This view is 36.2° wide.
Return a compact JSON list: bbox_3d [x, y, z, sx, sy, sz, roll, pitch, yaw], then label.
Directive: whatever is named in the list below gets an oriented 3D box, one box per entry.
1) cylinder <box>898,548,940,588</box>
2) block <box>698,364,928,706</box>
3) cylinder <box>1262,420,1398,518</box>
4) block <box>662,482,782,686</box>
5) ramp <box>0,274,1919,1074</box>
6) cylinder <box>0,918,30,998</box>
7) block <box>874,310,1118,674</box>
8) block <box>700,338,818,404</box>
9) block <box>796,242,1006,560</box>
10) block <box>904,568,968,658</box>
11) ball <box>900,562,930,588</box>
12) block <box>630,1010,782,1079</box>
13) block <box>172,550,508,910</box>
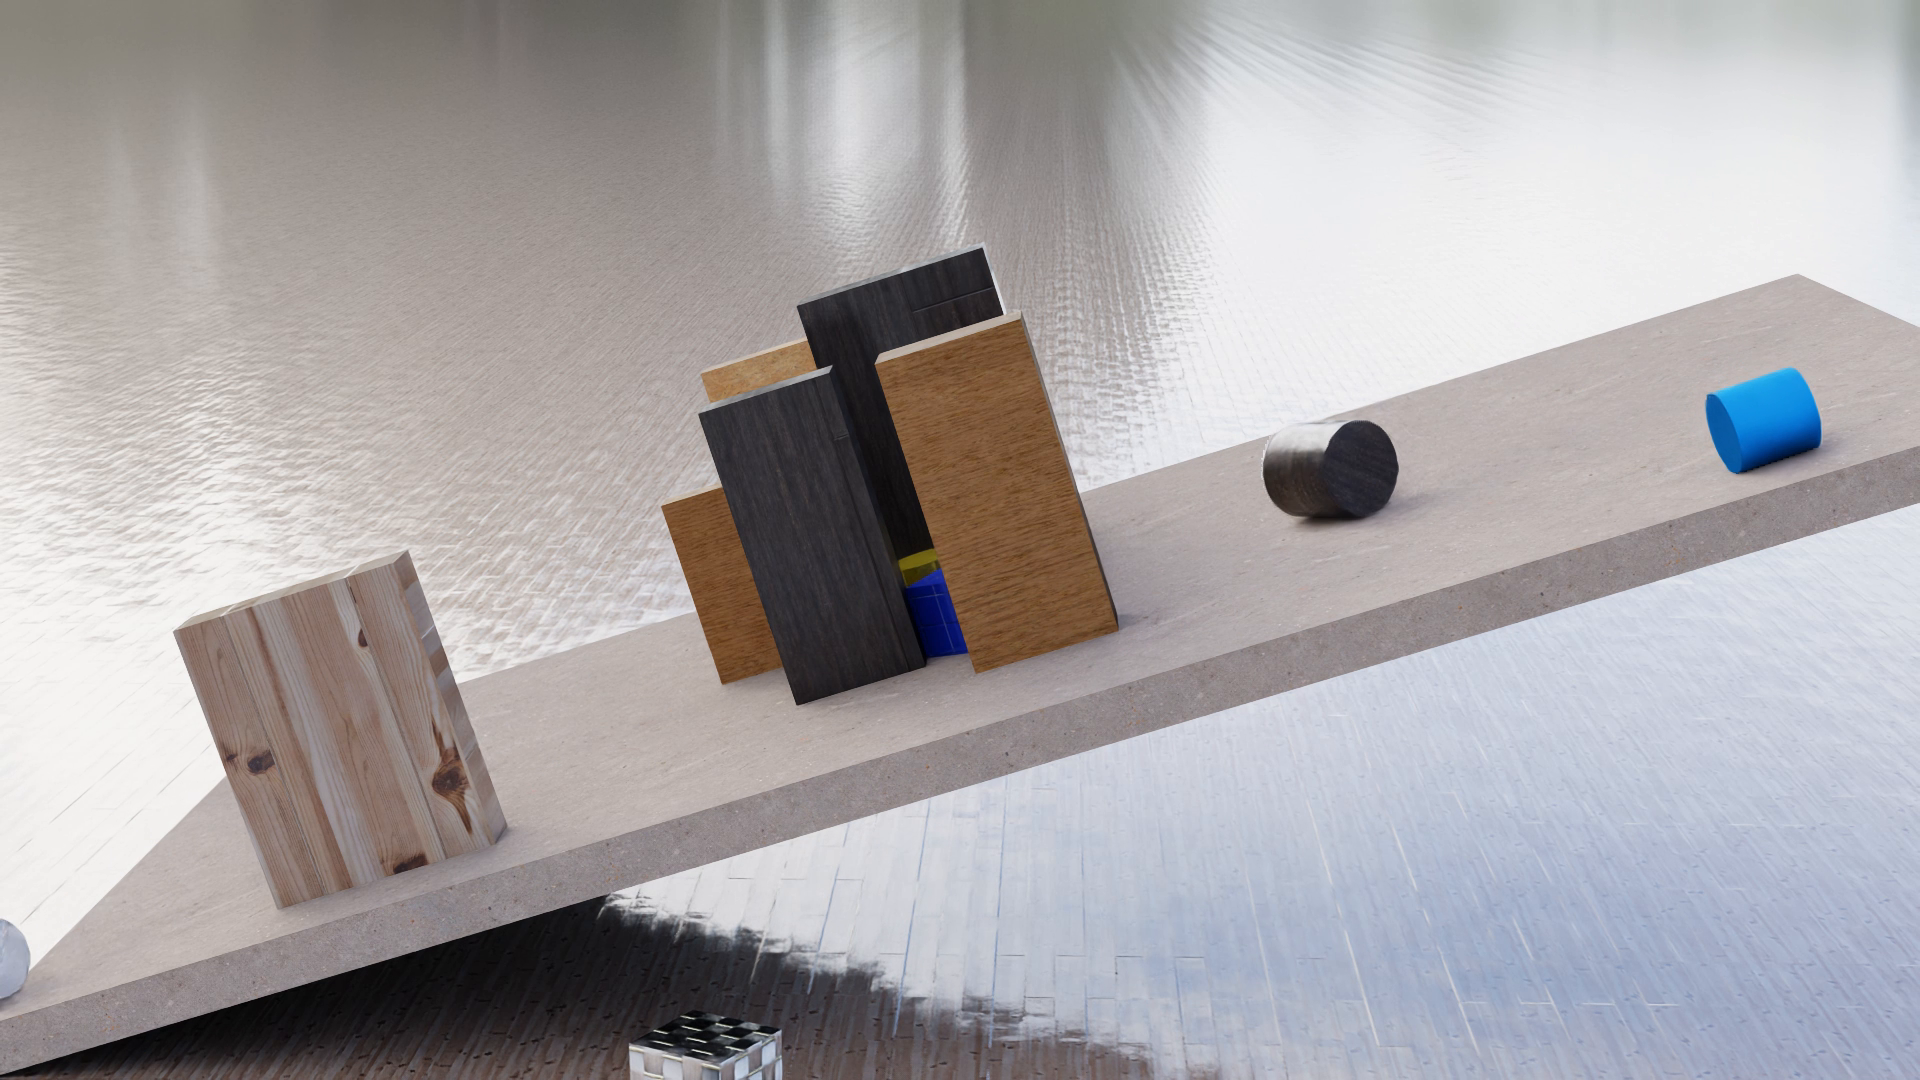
[{"bbox_3d":[-0.061,0.113,6.238,0.156,0.156,0.156,-17,10,3],"label":"cylinder"},{"bbox_3d":[-0.294,-0.009,5.949,0.275,0.627,0.114,-17,10,5],"label":"block"},{"bbox_3d":[0.764,-0.147,6.073,0.197,0.197,0.197,-7,4,-32],"label":"cylinder"},{"bbox_3d":[-0.399,0.059,6.371,0.375,0.415,0.080,-17,10,5],"label":"block"},{"bbox_3d":[0.099,0.183,6.312,4.000,0.100,2.000,-17,10,5],"label":"ramp"},{"bbox_3d":[-1.915,0.819,5.697,0.158,0.158,0.158,-15,0,39],"label":"cylinder"},{"bbox_3d":[0.075,-0.094,5.740,0.292,0.638,0.147,-17,10,5],"label":"block"},{"bbox_3d":[-0.339,-0.200,7.165,0.415,0.578,0.089,-17,10,5],"label":"block"},{"bbox_3d":[-0.039,-0.237,6.432,0.420,0.727,0.127,-17,10,5],"label":"block"},{"bbox_3d":[0.012,0.136,6.001,0.152,0.152,0.152,-9,14,40],"label":"block"},{"bbox_3d":[-0.114,0.116,6.373,0.134,0.134,0.134,0,11,0],"label":"ball"},{"bbox_3d":[-0.450,0.973,5.225,0.193,0.193,0.193,7,13,30],"label":"block"},{"bbox_3d":[-1.186,0.365,5.652,0.448,0.576,0.123,-17,10,5],"label":"block"}]
